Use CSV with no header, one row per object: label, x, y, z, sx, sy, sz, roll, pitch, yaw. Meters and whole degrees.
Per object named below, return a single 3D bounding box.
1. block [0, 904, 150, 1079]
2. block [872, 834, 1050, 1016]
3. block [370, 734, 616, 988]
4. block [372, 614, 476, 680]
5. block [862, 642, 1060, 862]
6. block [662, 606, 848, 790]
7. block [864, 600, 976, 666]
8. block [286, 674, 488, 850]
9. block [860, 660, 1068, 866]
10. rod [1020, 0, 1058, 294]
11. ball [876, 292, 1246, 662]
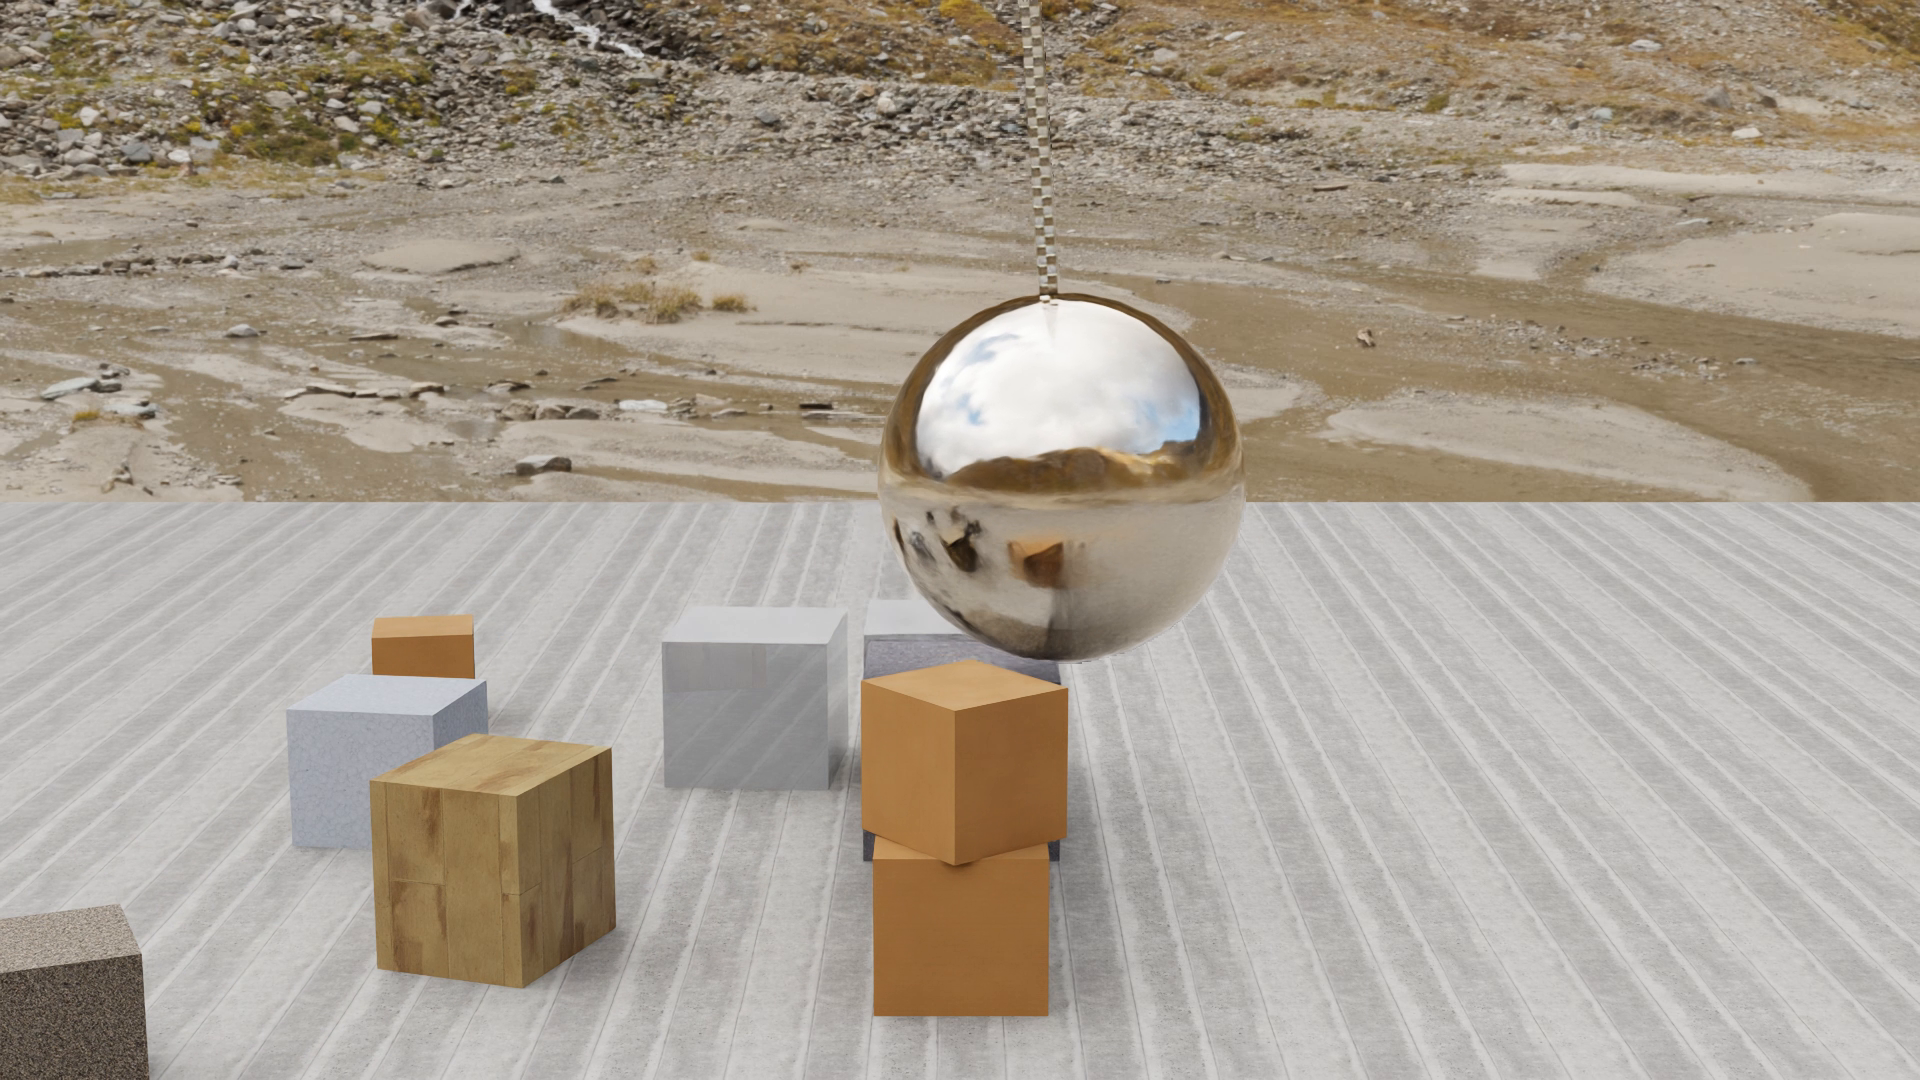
block,-3.175,1.655,8.886,0.612,0.564,0.588,-5,11,-24
block,0.004,1.435,9.951,0.659,0.617,0.657,0,10,0
block,-1.874,1.278,10.372,0.655,0.775,0.777,4,11,20
block,-2.940,0.728,14.098,0.534,0.523,0.527,-2,10,-10
block,0.009,0.968,11.921,0.887,0.831,0.830,0,10,0
block,-1.031,0.795,13.113,0.822,0.744,0.861,1,10,4
block,-0.011,0.803,12.737,0.900,0.863,0.813,0,10,0
block,-2.670,1.038,12.049,0.703,0.647,0.708,2,10,9
block,0.015,0.839,9.829,0.550,0.591,0.578,-9,14,-38
rod,0.190,-3.609,10.524,0.080,5.200,0.080,-4,10,1
ball,0.439,-0.272,11.131,1.600,1.600,1.600,0,10,0
